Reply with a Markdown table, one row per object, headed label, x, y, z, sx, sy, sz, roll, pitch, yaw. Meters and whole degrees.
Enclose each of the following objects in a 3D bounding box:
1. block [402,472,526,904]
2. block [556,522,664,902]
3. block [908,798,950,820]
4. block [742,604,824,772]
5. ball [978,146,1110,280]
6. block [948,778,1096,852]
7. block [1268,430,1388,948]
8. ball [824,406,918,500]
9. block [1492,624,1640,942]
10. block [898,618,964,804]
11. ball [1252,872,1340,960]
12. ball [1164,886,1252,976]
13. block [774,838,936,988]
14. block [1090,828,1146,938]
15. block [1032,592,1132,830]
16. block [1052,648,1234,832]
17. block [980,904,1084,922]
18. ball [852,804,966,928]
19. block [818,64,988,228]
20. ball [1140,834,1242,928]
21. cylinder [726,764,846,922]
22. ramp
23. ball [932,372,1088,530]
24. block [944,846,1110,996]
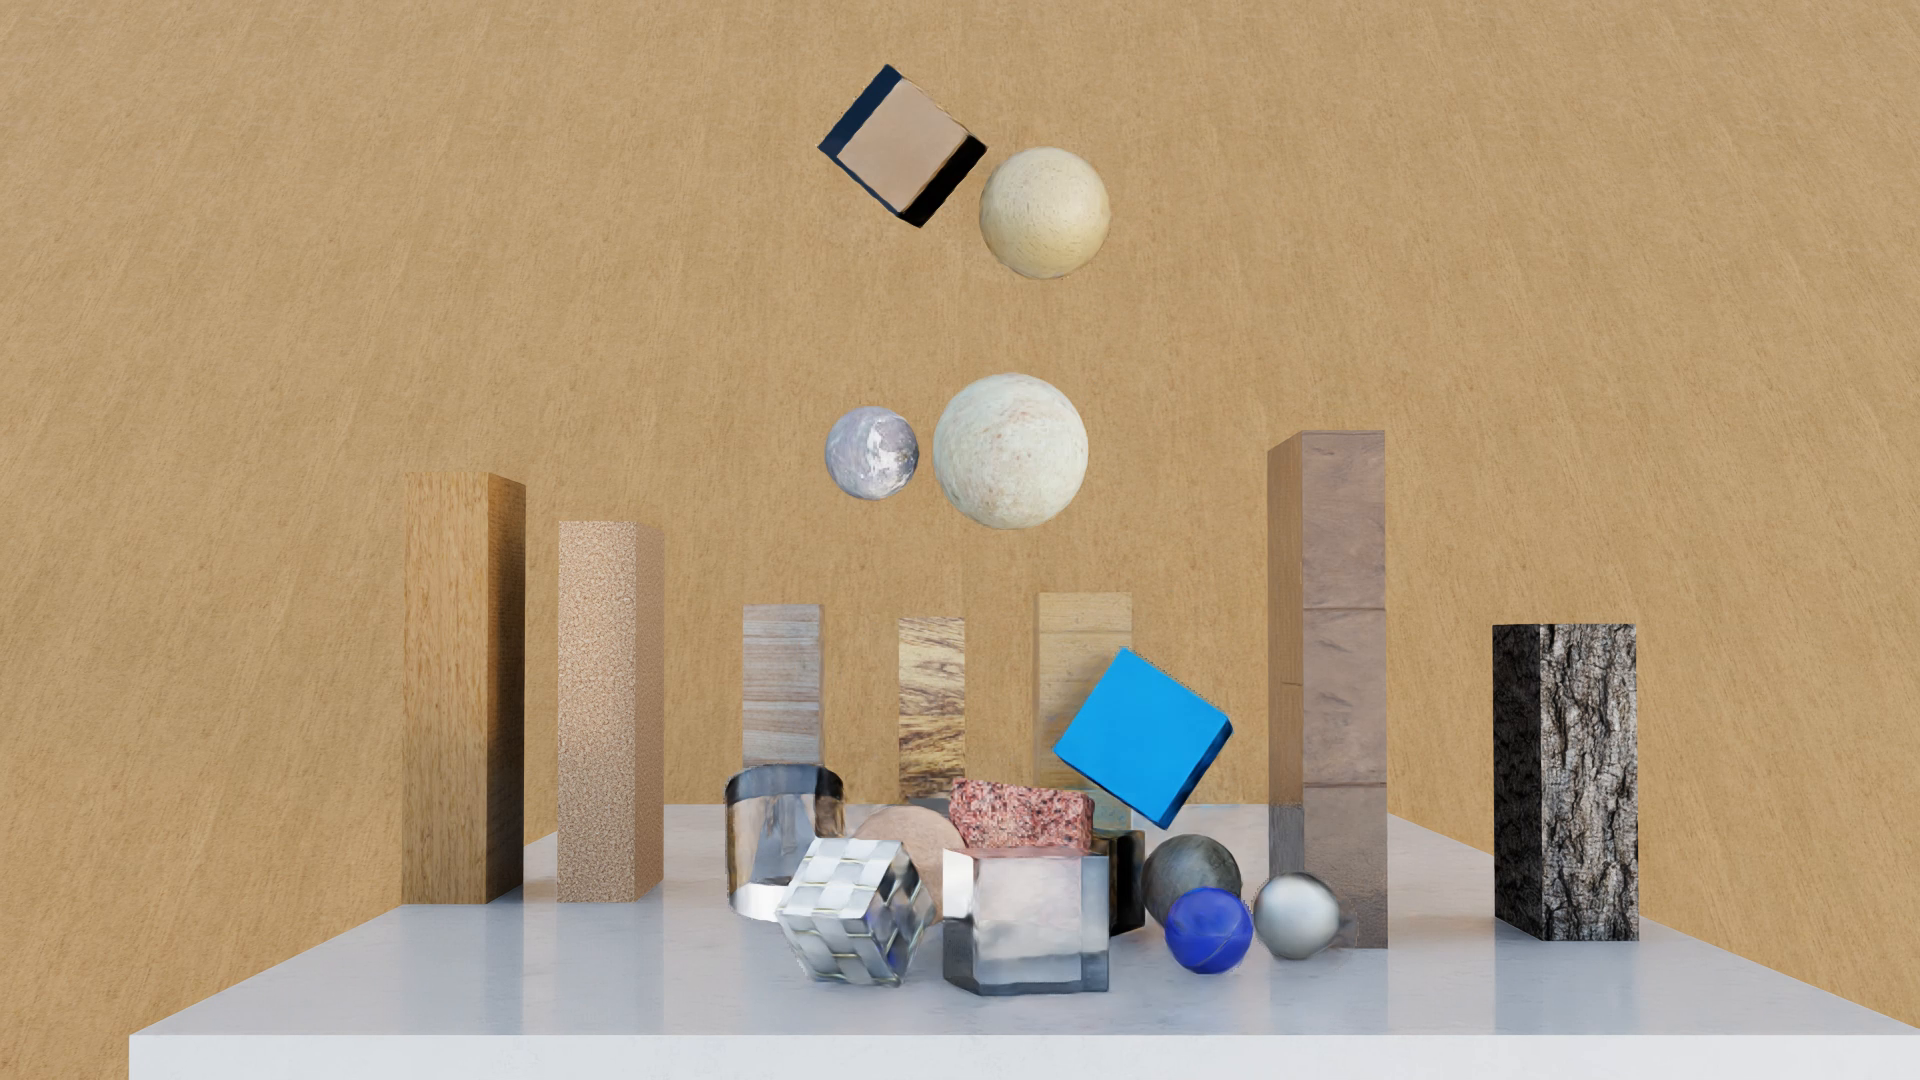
| label | x | y | z | sx | sy | sz | roll | pitch | yaw |
| --- | --- | --- | --- | --- | --- | --- | --- | --- | --- |
| block | -0.854 | 0.252 | 4.499 | 0.140 | 0.716 | 0.372 | 0 | -2 | 0 |
| block | -0.607 | 0.294 | 4.551 | 0.129 | 0.635 | 0.426 | 0 | -2 | 0 |
| block | 0.027 | 0.485 | 3.945 | 0.166 | 0.166 | 0.166 | 0 | -11 | 26 |
| block | -0.345 | 0.380 | 5.109 | 0.145 | 0.506 | 0.241 | 0 | -2 | 0 |
| ball | 0.086 | -0.332 | 2.640 | 0.134 | 0.134 | 0.134 | 0 | 36 | 0 |
| block | 0.083 | 0.451 | 3.739 | 0.186 | 0.186 | 0.186 | 6 | -8 | 9 |
| block | 0.548 | 0.219 | 3.910 | 0.118 | 0.737 | 0.422 | 0 | -2 | 0 |
| ball | -0.101 | -0.100 | 2.984 | 0.108 | 0.108 | 0.108 | 0 | 36 | 0 |
| block | 0.916 | 0.359 | 3.951 | 0.140 | 0.461 | 0.340 | 0 | -2 | 0 |
| block | -0.064 | 0.425 | 6.045 | 0.149 | 0.487 | 0.346 | 0 | -2 | 0 |
| ball | 0.461 | 0.515 | 3.563 | 0.119 | 0.119 | 0.119 | 0 | 36 | 0 |
| ball | 0.320 | 0.504 | 3.349 | 0.113 | 0.113 | 0.113 | 0 | 36 | 0 |
| block | -0.132 | 0.473 | 3.307 | 0.130 | 0.130 | 0.130 | -1 | 41 | 30 |
| block | 0.185 | 0.512 | 3.907 | 0.144 | 0.144 | 0.144 | 0 | -1 | 26 |
| block | 0.200 | 0.347 | 4.329 | 0.147 | 0.513 | 0.386 | 0 | -2 | 0 |
| block | 0.269 | 0.293 | 3.792 | 0.181 | 0.181 | 0.181 | 34 | 86 | 12 |
| block | 0.107 | 0.526 | 4.071 | 0.122 | 0.122 | 0.122 | -9 | -6 | 25 |
| ball | -0.073 | 0.446 | 3.537 | 0.172 | 0.172 | 0.172 | 0 | 36 | 0 |
| block | -0.057 | -0.404 | 2.674 | 0.110 | 0.110 | 0.110 | 42 | 8 | 9 |
| ball | 0.342 | 0.510 | 3.846 | 0.150 | 0.150 | 0.150 | 0 | 36 | 0 |
| cylinder | -0.266 | 0.467 | 4.000 | 0.184 | 0.184 | 0.184 | -3 | 60 | -4 |
| ramp | 0.079 | 0.674 | 4.877 | 2.000 | 0.100 | 4.000 | 0 | -2 | 0 |
| ball | 0.057 | -0.101 | 2.962 | 0.179 | 0.179 | 0.179 | 0 | 36 | 0 |
| block | 0.082 | 0.481 | 3.296 | 0.168 | 0.168 | 0.168 | 1 | -2 | -16 |
